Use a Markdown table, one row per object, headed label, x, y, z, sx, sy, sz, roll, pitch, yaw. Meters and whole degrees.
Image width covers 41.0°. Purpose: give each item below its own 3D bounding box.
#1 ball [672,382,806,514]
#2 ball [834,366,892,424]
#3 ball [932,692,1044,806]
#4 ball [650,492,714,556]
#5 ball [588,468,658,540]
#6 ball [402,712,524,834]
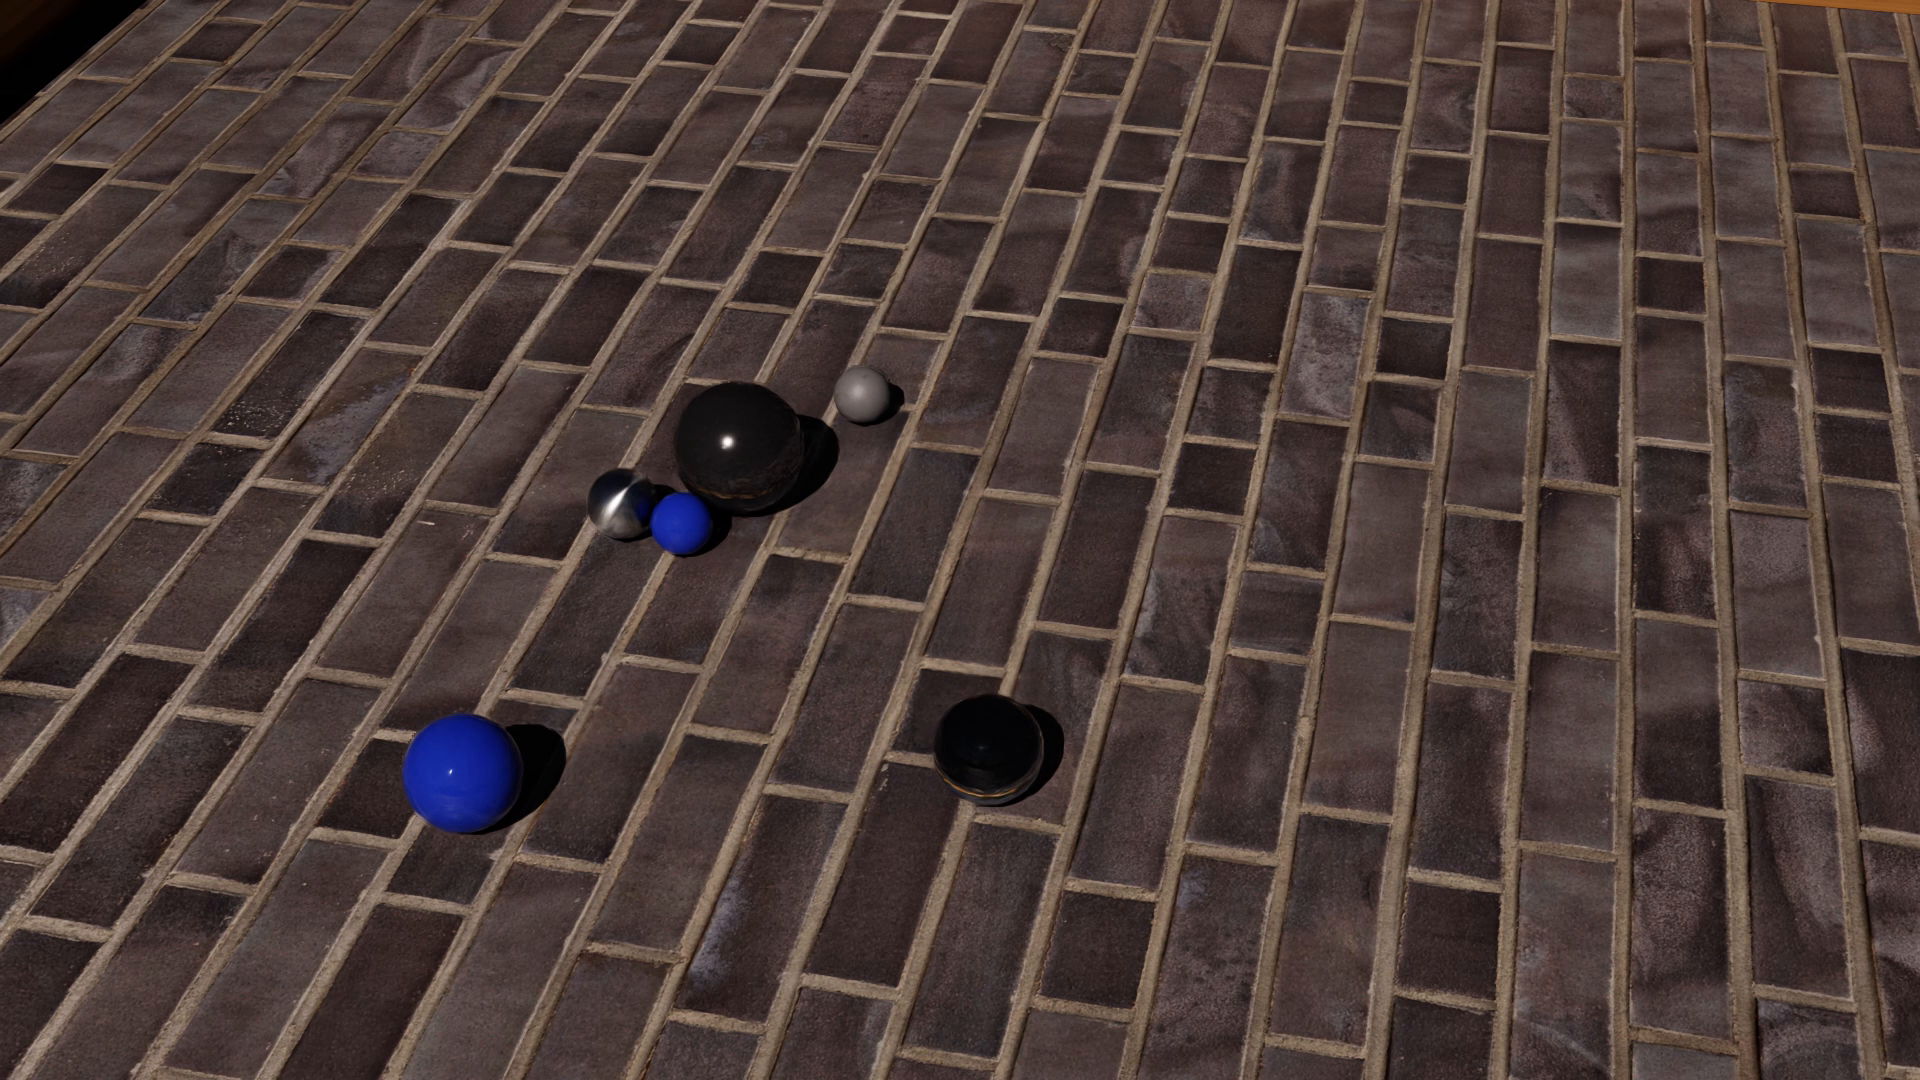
| label | x | y | z | sx | sy | sz | roll | pitch | yaw |
| --- | --- | --- | --- | --- | --- | --- | --- | --- | --- |
| ball | -0.160 | -0.067 | 1.850 | 0.096 | 0.096 | 0.096 | 0 | 35 | 0 |
| ball | -0.075 | -0.111 | 1.958 | 0.044 | 0.044 | 0.044 | 0 | 35 | 0 |
| ball | 0.018 | 0.130 | 1.592 | 0.070 | 0.070 | 0.070 | 0 | 35 | 0 |
| ball | -0.197 | -0.011 | 1.816 | 0.045 | 0.045 | 0.045 | 0 | 35 | 0 |
| ball | -0.240 | -0.026 | 1.831 | 0.051 | 0.051 | 0.051 | 0 | 35 | 0 |
| ball | -0.304 | 0.143 | 1.571 | 0.074 | 0.074 | 0.074 | 0 | 35 | 0 |
